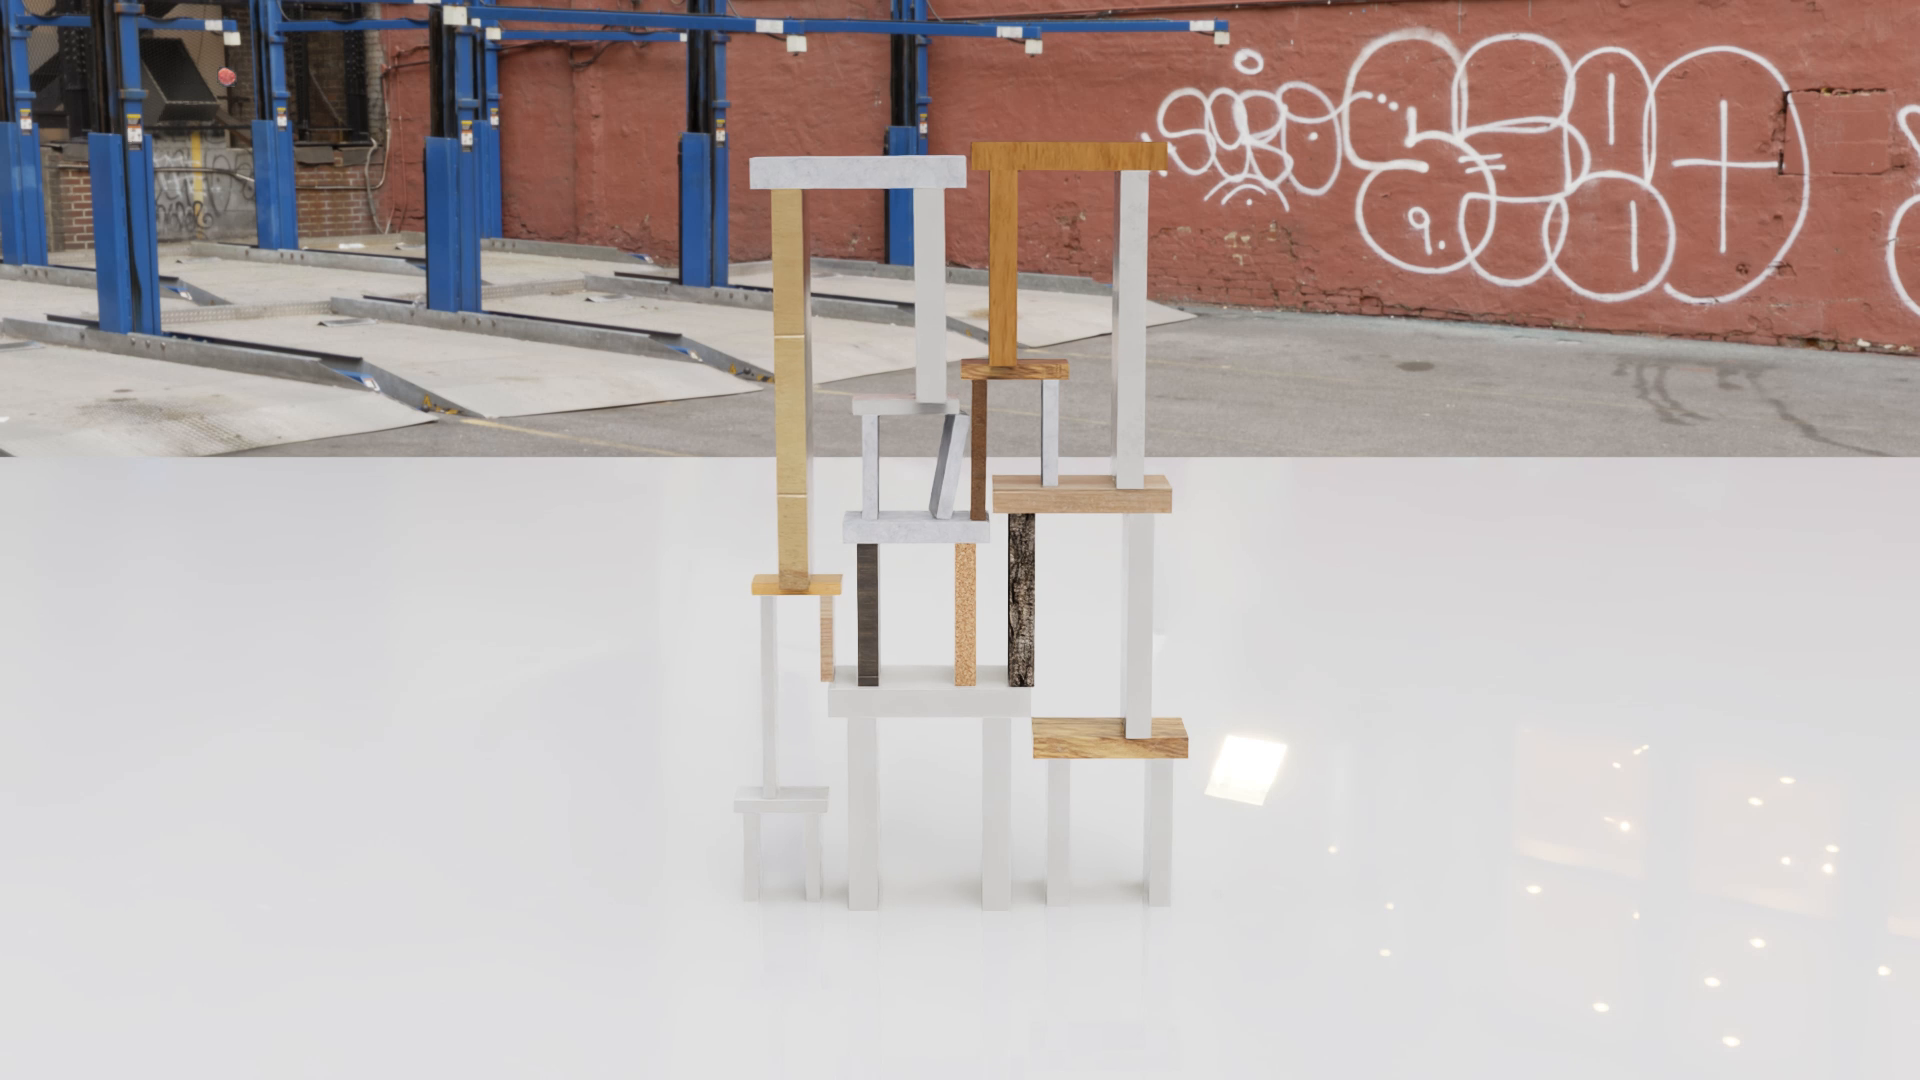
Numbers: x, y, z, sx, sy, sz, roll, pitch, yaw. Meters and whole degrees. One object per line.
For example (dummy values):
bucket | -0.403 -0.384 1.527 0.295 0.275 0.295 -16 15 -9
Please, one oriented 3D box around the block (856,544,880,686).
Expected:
block | -0.148 0.110 3.576 0.033 0.234 0.117 0 11 0

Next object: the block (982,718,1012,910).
block | 0.060 0.430 3.639 0.046 0.326 0.163 0 11 0

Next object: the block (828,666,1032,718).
block | -0.049 0.247 3.605 0.326 0.046 0.163 0 11 0

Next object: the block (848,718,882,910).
block | -0.158 0.430 3.639 0.046 0.326 0.163 0 11 0

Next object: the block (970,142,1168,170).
block | 0.168 -0.603 3.451 0.302 0.043 0.151 0 11 0

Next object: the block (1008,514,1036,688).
block | 0.099 0.084 3.578 0.040 0.284 0.142 0 10 0

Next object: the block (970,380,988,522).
block | 0.029 -0.149 3.528 0.024 0.227 0.085 0 11 -1

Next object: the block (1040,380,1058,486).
block | 0.144 -0.177 3.523 0.024 0.170 0.085 0 11 0

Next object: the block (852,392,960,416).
block | -0.087 -0.218 3.523 0.169 0.024 0.085 -1 10 -1

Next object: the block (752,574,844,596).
block | -0.264 0.072 3.575 0.144 0.020 0.072 0 11 0

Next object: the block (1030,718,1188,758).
block | 0.244 0.325 3.621 0.251 0.036 0.126 0 11 0

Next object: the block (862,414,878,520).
block | -0.144 -0.122 3.539 0.024 0.169 0.085 0 10 -1

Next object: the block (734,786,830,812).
block | -0.294 0.429 3.638 0.153 0.022 0.076 0 11 0

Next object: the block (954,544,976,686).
block | 0.008 0.110 3.578 0.033 0.234 0.117 0 11 -1

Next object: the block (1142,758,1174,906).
block | 0.328 0.466 3.647 0.036 0.251 0.126 0 11 0

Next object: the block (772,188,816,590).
block | -0.265 -0.245 3.511 0.047 0.627 0.166 0 11 0

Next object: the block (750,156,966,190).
block | -0.157 -0.578 3.451 0.331 0.047 0.166 0 11 -1

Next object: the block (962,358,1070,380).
block | 0.087 -0.272 3.505 0.170 0.024 0.085 0 11 0

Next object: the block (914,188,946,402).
block | -0.047 -0.393 3.488 0.047 0.331 0.166 -1 10 0

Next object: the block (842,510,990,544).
block | -0.070 -0.022 3.552 0.234 0.033 0.117 0 11 -1

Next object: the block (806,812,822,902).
block | -0.242 0.515 3.653 0.022 0.153 0.076 0 11 0

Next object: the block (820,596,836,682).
block | -0.216 0.153 3.590 0.020 0.144 0.072 0 11 0

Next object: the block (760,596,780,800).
block | -0.312 0.250 3.608 0.020 0.341 0.072 0 11 0

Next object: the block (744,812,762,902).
block | -0.344 0.515 3.654 0.022 0.153 0.077 0 11 0

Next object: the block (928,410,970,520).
block | -0.018 -0.124 3.544 0.024 0.169 0.085 9 9 -11

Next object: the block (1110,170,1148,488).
block | 0.269 -0.338 3.500 0.043 0.496 0.151 0 11 0

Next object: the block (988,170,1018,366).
block | 0.068 -0.434 3.481 0.043 0.301 0.151 0 11 0

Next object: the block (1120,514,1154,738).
block | 0.288 0.126 3.586 0.040 0.369 0.142 0 11 0

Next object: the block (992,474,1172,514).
block | 0.194 -0.075 3.549 0.283 0.040 0.142 0 11 0

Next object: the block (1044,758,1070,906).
block | 0.161 0.466 3.647 0.036 0.251 0.126 0 11 0
